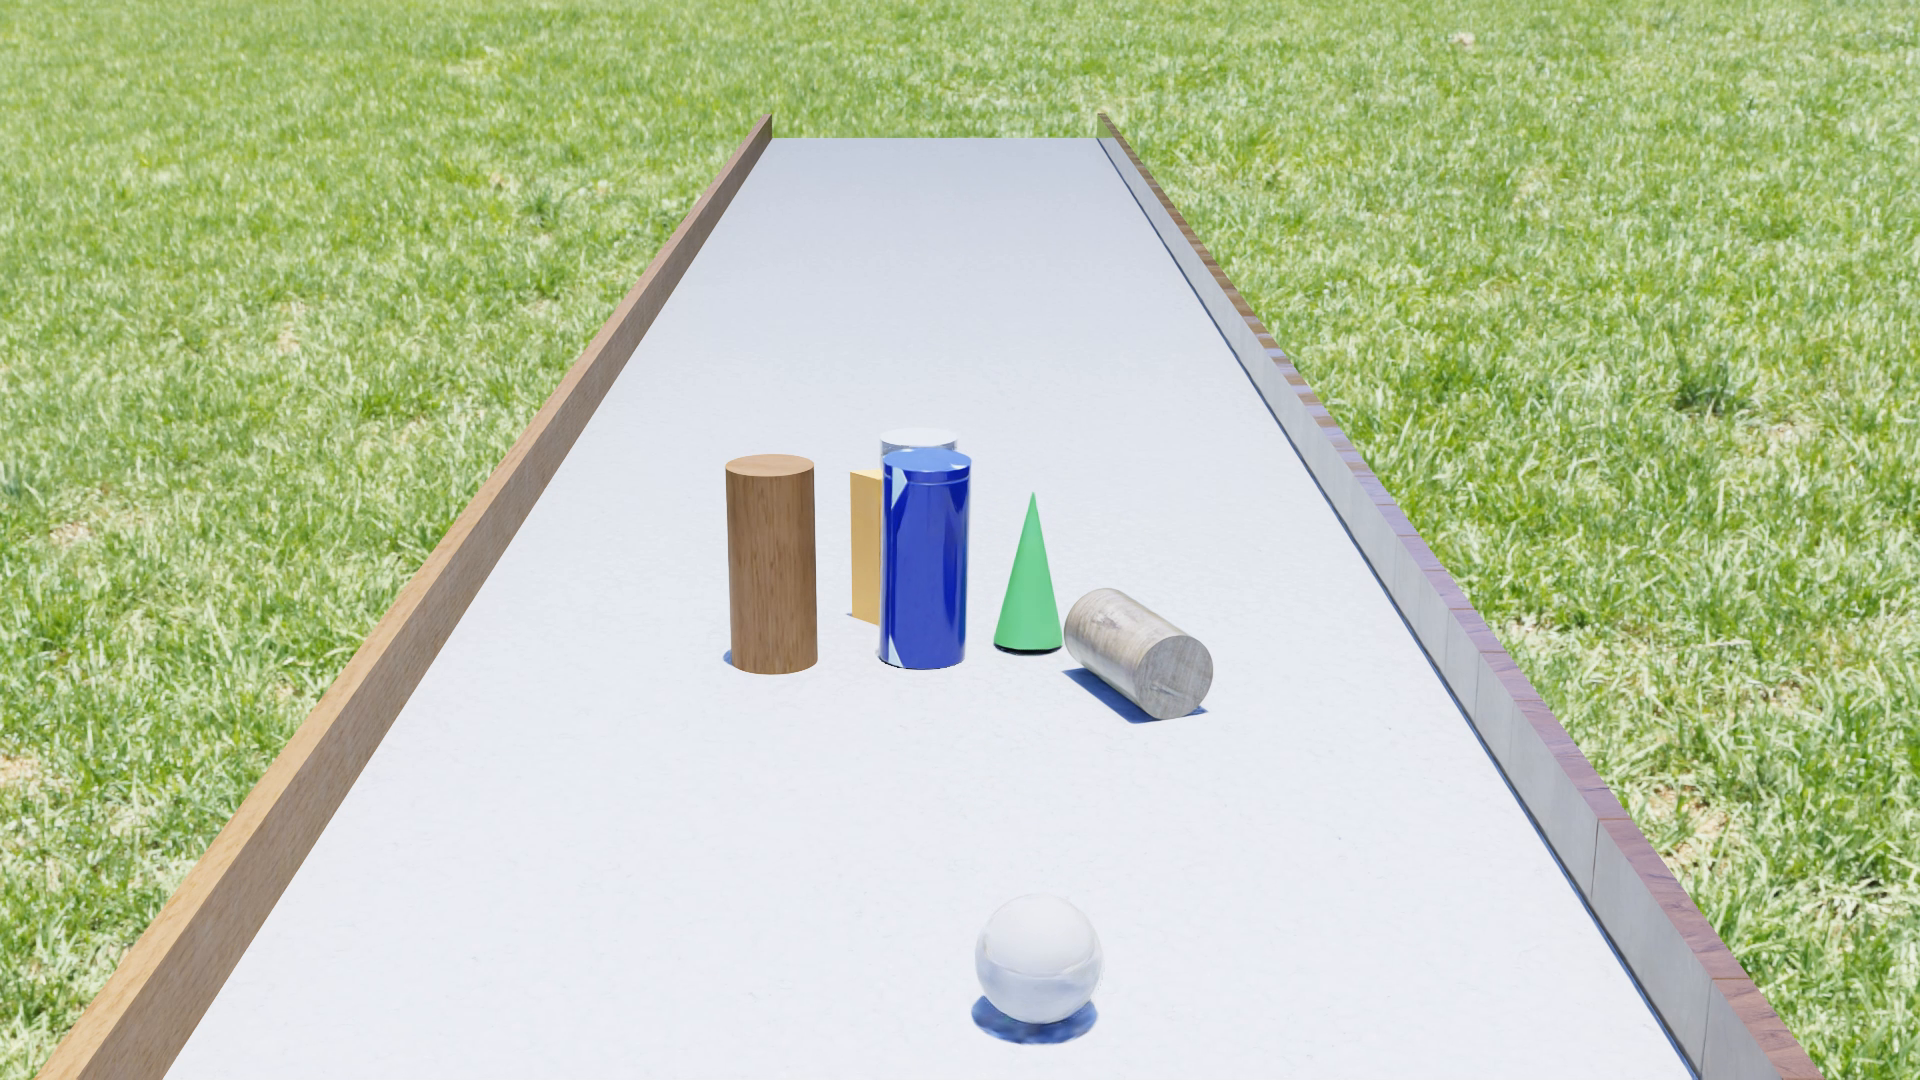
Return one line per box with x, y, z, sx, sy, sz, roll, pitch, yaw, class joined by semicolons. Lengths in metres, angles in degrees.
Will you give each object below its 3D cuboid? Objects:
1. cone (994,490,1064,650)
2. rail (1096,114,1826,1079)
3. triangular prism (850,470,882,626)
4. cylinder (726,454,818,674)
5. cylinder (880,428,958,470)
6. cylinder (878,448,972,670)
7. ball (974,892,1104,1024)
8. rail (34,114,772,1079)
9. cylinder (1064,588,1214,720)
0.144;0.051;4.474;0.144;0.318;0.144;1;11;0;cone
0.932;-0.844;7.801;0.050;0.150;12.000;0;17;-1;rail
-0.170;0.011;4.629;0.091;0.319;0.078;16;23;43;triangular prism
-0.372;0.047;4.358;0.174;0.405;0.174;0;17;0;cylinder
-0.091;-0.066;4.862;0.172;0.335;0.172;0;17;0;cylinder
-0.070;0.036;4.382;0.177;0.407;0.177;2;17;0;cylinder
0.107;0.570;3.000;0.176;0.176;0.176;0;17;0;ball
-1.118;-0.838;7.780;0.050;0.150;12.000;0;17;-1;rail
0.339;0.214;4.217;0.165;0.165;0.309;-7;18;-21;cylinder
